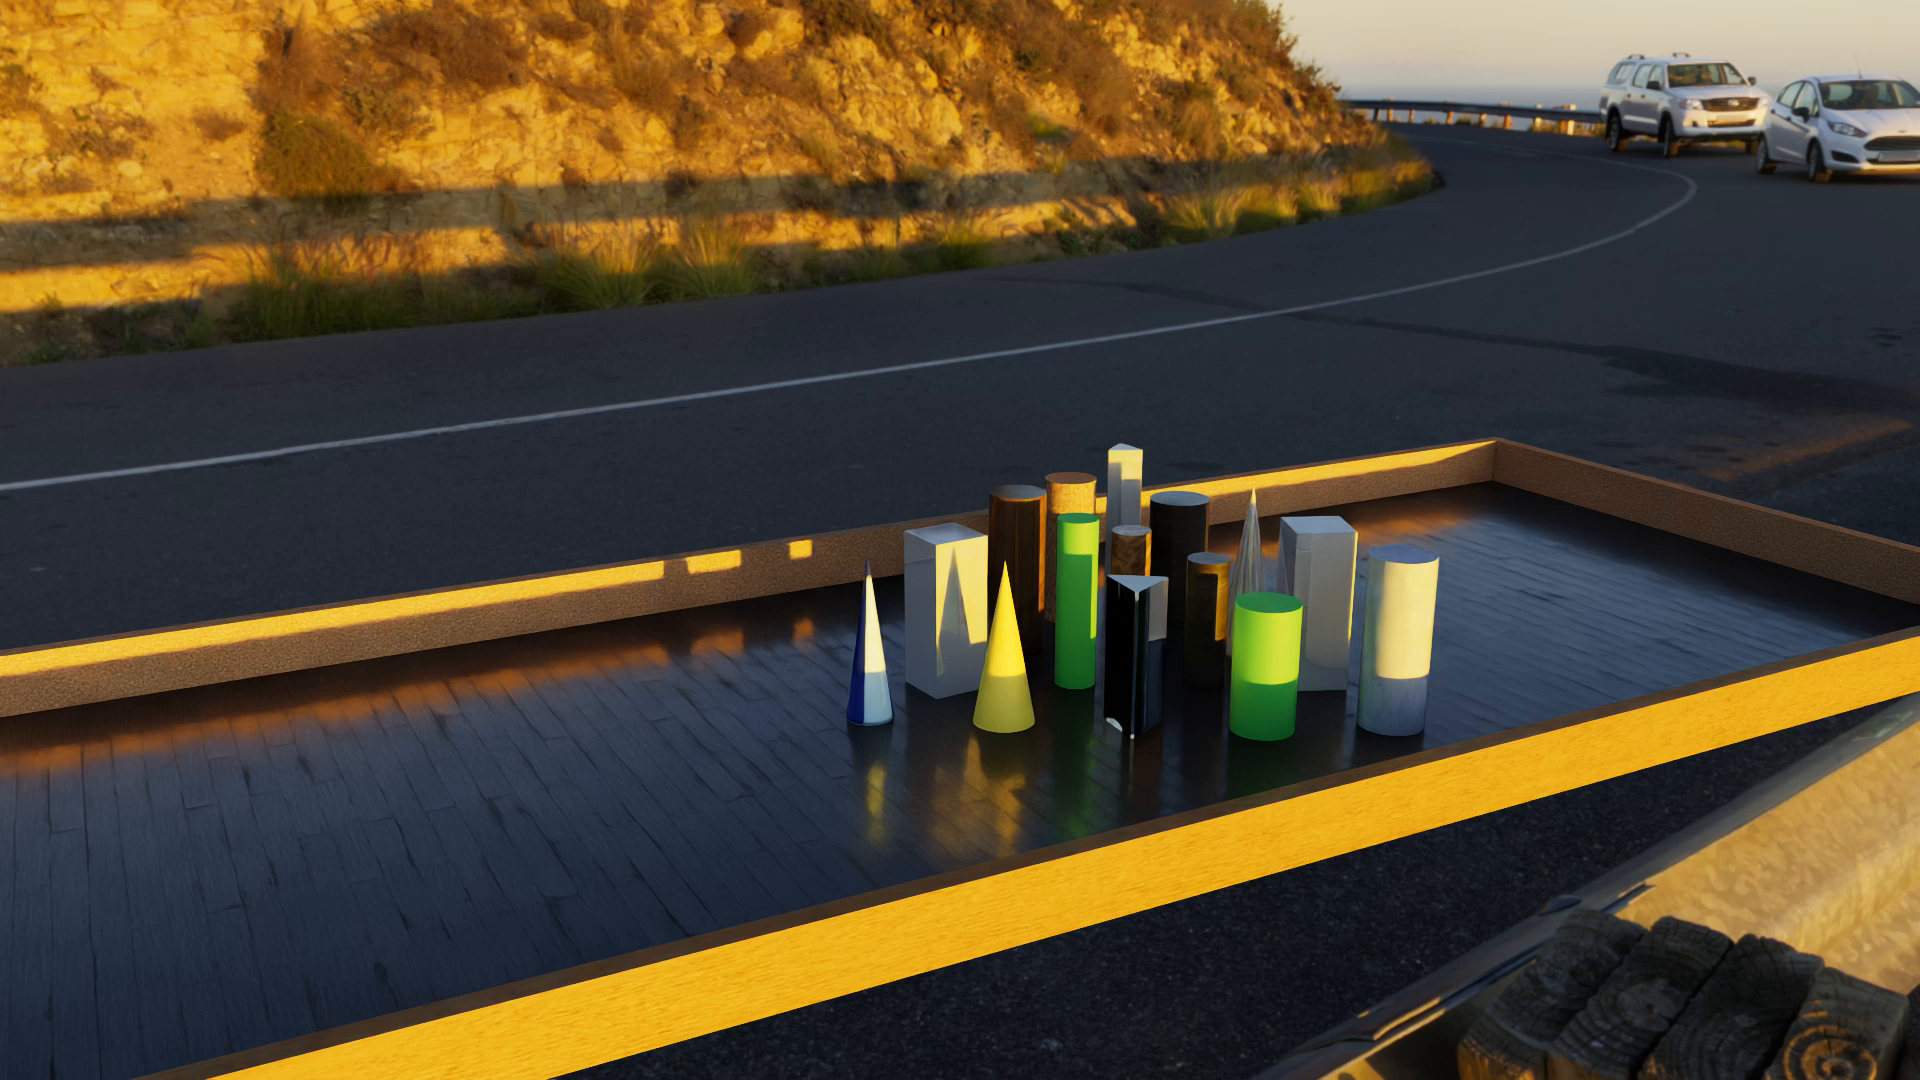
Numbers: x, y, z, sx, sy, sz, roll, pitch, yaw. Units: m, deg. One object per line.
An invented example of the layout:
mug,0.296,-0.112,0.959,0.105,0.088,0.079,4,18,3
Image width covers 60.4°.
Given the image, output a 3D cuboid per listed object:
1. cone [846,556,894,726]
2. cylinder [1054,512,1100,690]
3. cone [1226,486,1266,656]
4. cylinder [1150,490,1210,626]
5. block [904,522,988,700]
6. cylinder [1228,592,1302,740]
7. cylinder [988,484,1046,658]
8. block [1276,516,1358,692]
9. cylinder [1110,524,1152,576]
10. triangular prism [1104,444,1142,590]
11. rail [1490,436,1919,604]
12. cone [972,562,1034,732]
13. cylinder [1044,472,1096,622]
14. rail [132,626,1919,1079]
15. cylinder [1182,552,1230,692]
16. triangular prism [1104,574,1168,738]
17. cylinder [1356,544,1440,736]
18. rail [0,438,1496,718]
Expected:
cone,-0.214,0.225,3.870,0.115,0.405,0.115,0,16,0
cylinder,0.288,0.151,4.083,0.103,0.427,0.103,0,16,0
cone,0.756,0.070,4.311,0.149,0.455,0.149,0,16,0
cylinder,0.605,0.049,4.583,0.164,0.341,0.164,0,16,0
block,-0.035,0.172,4.072,0.147,0.393,0.147,-10,19,-32
cylinder,0.706,0.291,3.815,0.153,0.309,0.153,0,16,0
cylinder,0.149,0.081,4.317,0.149,0.429,0.149,0,16,0
block,0.879,0.157,4.100,0.149,0.406,0.149,-1,16,-4
cylinder,0.450,0.126,4.369,0.104,0.315,0.104,0,16,0
triangular prism,0.472,-0.068,4.838,0.100,0.422,0.086,-1,16,-3
rail,2.466,-0.048,5.253,0.050,0.150,2.100,-9,18,-27
cone,0.104,0.237,3.846,0.148,0.396,0.148,0,16,0
cylinder,0.303,0.022,4.574,0.141,0.399,0.141,0,16,0
rail,-2.336,1.006,1.665,12.000,0.150,0.050,-9,18,-27
cylinder,0.610,0.202,4.086,0.105,0.328,0.105,0,16,0
triangular prism,0.390,0.261,3.836,0.120,0.355,0.138,12,20,35
cylinder,1.014,0.232,3.829,0.157,0.416,0.157,0,16,0
rail,-3.305,0.497,3.399,12.000,0.150,0.050,-9,18,-27
